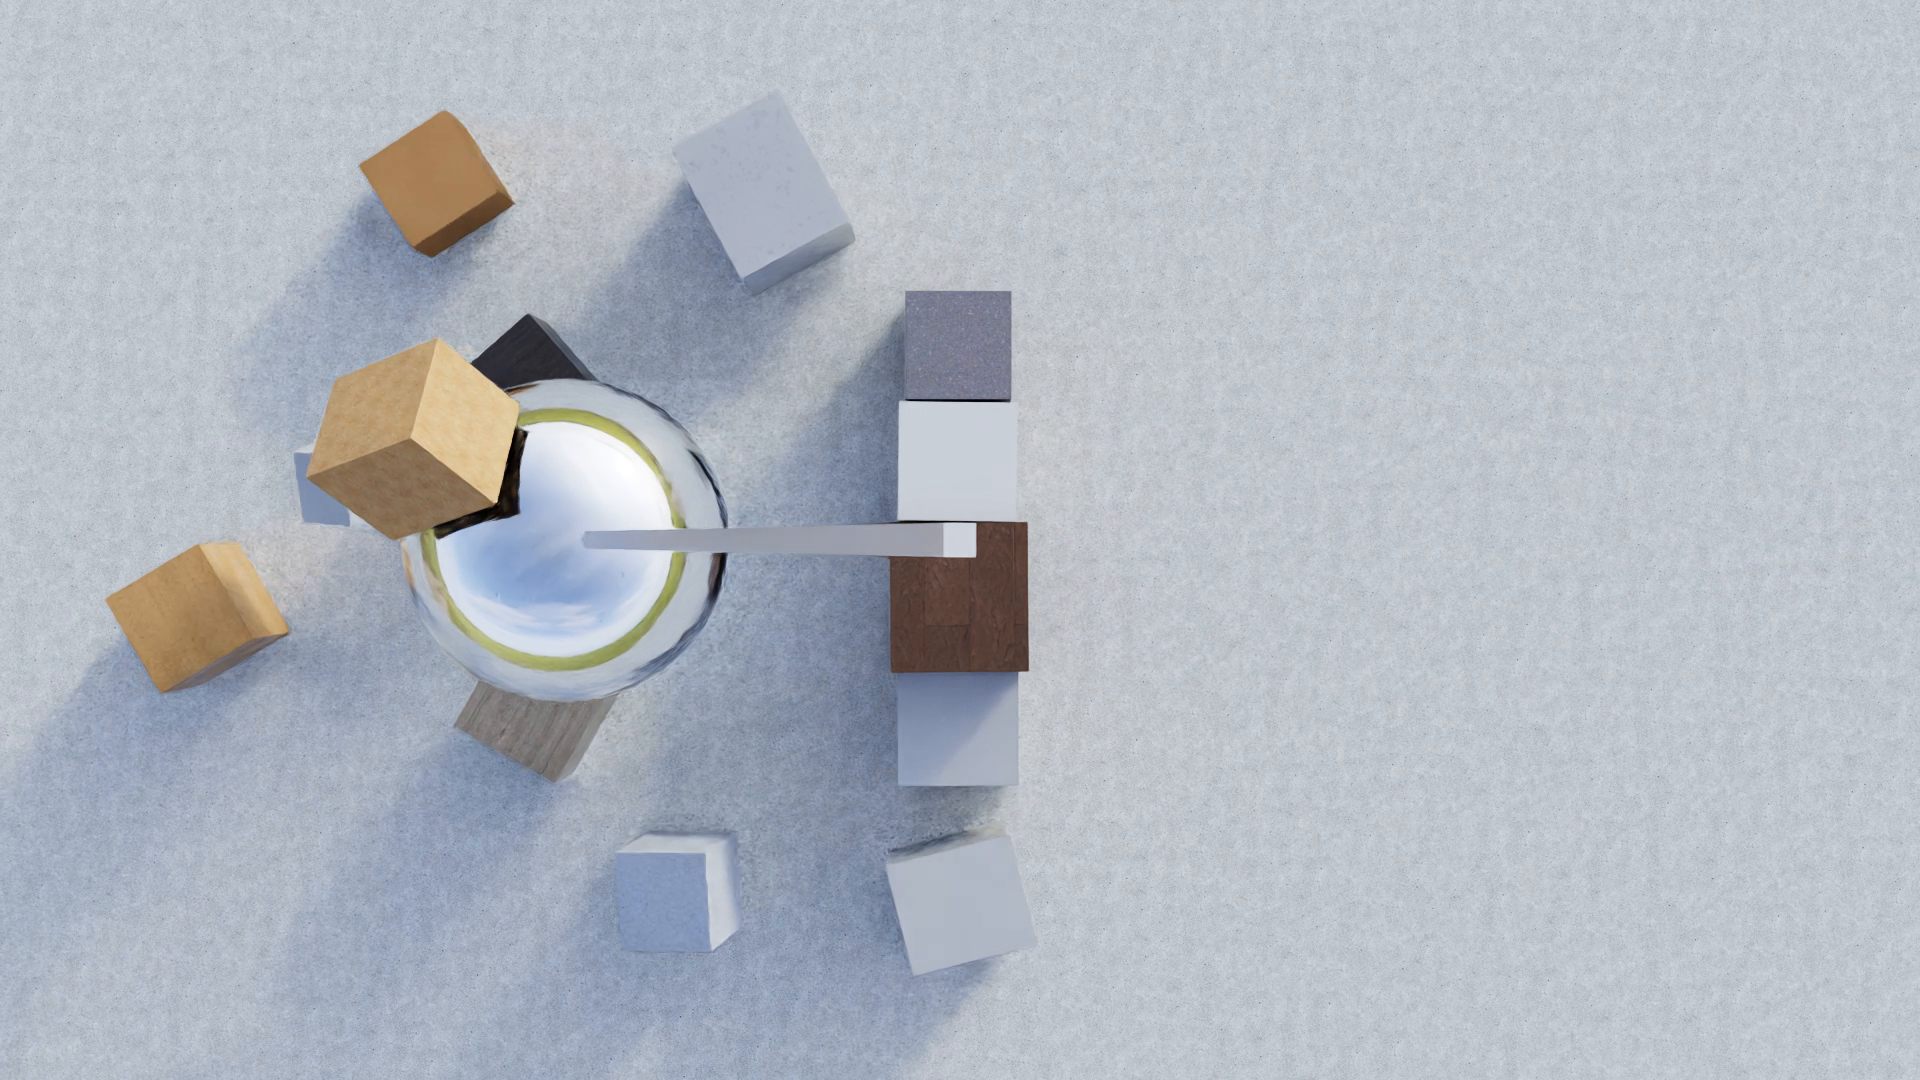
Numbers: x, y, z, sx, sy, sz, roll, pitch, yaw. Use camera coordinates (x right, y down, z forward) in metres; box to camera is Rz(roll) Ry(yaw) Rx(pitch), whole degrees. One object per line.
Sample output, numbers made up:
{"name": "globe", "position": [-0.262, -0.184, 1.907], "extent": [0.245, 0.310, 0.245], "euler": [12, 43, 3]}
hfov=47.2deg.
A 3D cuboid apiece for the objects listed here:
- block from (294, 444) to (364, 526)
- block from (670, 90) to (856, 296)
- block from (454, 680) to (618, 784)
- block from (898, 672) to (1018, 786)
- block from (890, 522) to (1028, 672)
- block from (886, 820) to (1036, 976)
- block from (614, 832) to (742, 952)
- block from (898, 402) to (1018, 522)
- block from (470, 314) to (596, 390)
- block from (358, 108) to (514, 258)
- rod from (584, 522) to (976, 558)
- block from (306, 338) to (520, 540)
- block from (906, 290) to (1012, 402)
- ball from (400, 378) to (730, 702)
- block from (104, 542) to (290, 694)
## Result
{"name": "block", "position": [-3.379, -0.327, 12.089], "extent": [0.334, 0.375, 0.394], "euler": [5, 108, 26]}
{"name": "block", "position": [-1.111, -1.972, 12.606], "extent": [0.683, 0.779, 0.825], "euler": [-29, 89, 0]}
{"name": "block", "position": [-2.412, 0.938, 12.697], "extent": [0.658, 0.607, 0.626], "euler": [30, 90, 0]}
{"name": "block", "position": [-0.010, 1.064, 12.717], "extent": [0.682, 0.565, 0.651], "euler": [0, 90, 0]}
{"name": "block", "position": [-0.004, 0.318, 12.579], "extent": [0.764, 0.842, 0.827], "euler": [-1, 90, 0]}
{"name": "block", "position": [0.007, 2.055, 12.688], "extent": [0.717, 0.623, 0.637], "euler": [-15, 90, 0]}
{"name": "block", "position": [-1.613, 2.013, 12.652], "extent": [0.543, 0.533, 0.563], "euler": [-2, 95, 14]}
{"name": "block", "position": [-0.014, -0.440, 12.663], "extent": [0.663, 0.674, 0.666], "euler": [1, 90, 0]}
{"name": "block", "position": [-2.455, -0.859, 12.707], "extent": [0.585, 0.587, 0.614], "euler": [-41, 90, 0]}
{"name": "block", "position": [-3.028, -2.062, 12.766], "extent": [0.590, 0.467, 0.560], "euler": [-33, 90, 0]}
{"name": "rod", "position": [-0.840, 0.000, 7.621], "extent": [0.080, 5.200, 0.080], "euler": [0, 90, -19]}
{"name": "block", "position": [-2.483, -0.451, 10.016], "extent": [0.651, 0.549, 0.567], "euler": [-17, 50, 28]}
{"name": "block", "position": [-0.009, -1.094, 12.666], "extent": [0.595, 0.667, 0.607], "euler": [0, 90, 0]}
{"name": "ball", "position": [-1.937, 0.000, 10.838], "extent": [1.600, 1.600, 1.600], "euler": [0, 90, 0]}
{"name": "block", "position": [-4.376, 0.438, 12.668], "extent": [0.615, 0.651, 0.618], "euler": [-31, 90, 1]}
